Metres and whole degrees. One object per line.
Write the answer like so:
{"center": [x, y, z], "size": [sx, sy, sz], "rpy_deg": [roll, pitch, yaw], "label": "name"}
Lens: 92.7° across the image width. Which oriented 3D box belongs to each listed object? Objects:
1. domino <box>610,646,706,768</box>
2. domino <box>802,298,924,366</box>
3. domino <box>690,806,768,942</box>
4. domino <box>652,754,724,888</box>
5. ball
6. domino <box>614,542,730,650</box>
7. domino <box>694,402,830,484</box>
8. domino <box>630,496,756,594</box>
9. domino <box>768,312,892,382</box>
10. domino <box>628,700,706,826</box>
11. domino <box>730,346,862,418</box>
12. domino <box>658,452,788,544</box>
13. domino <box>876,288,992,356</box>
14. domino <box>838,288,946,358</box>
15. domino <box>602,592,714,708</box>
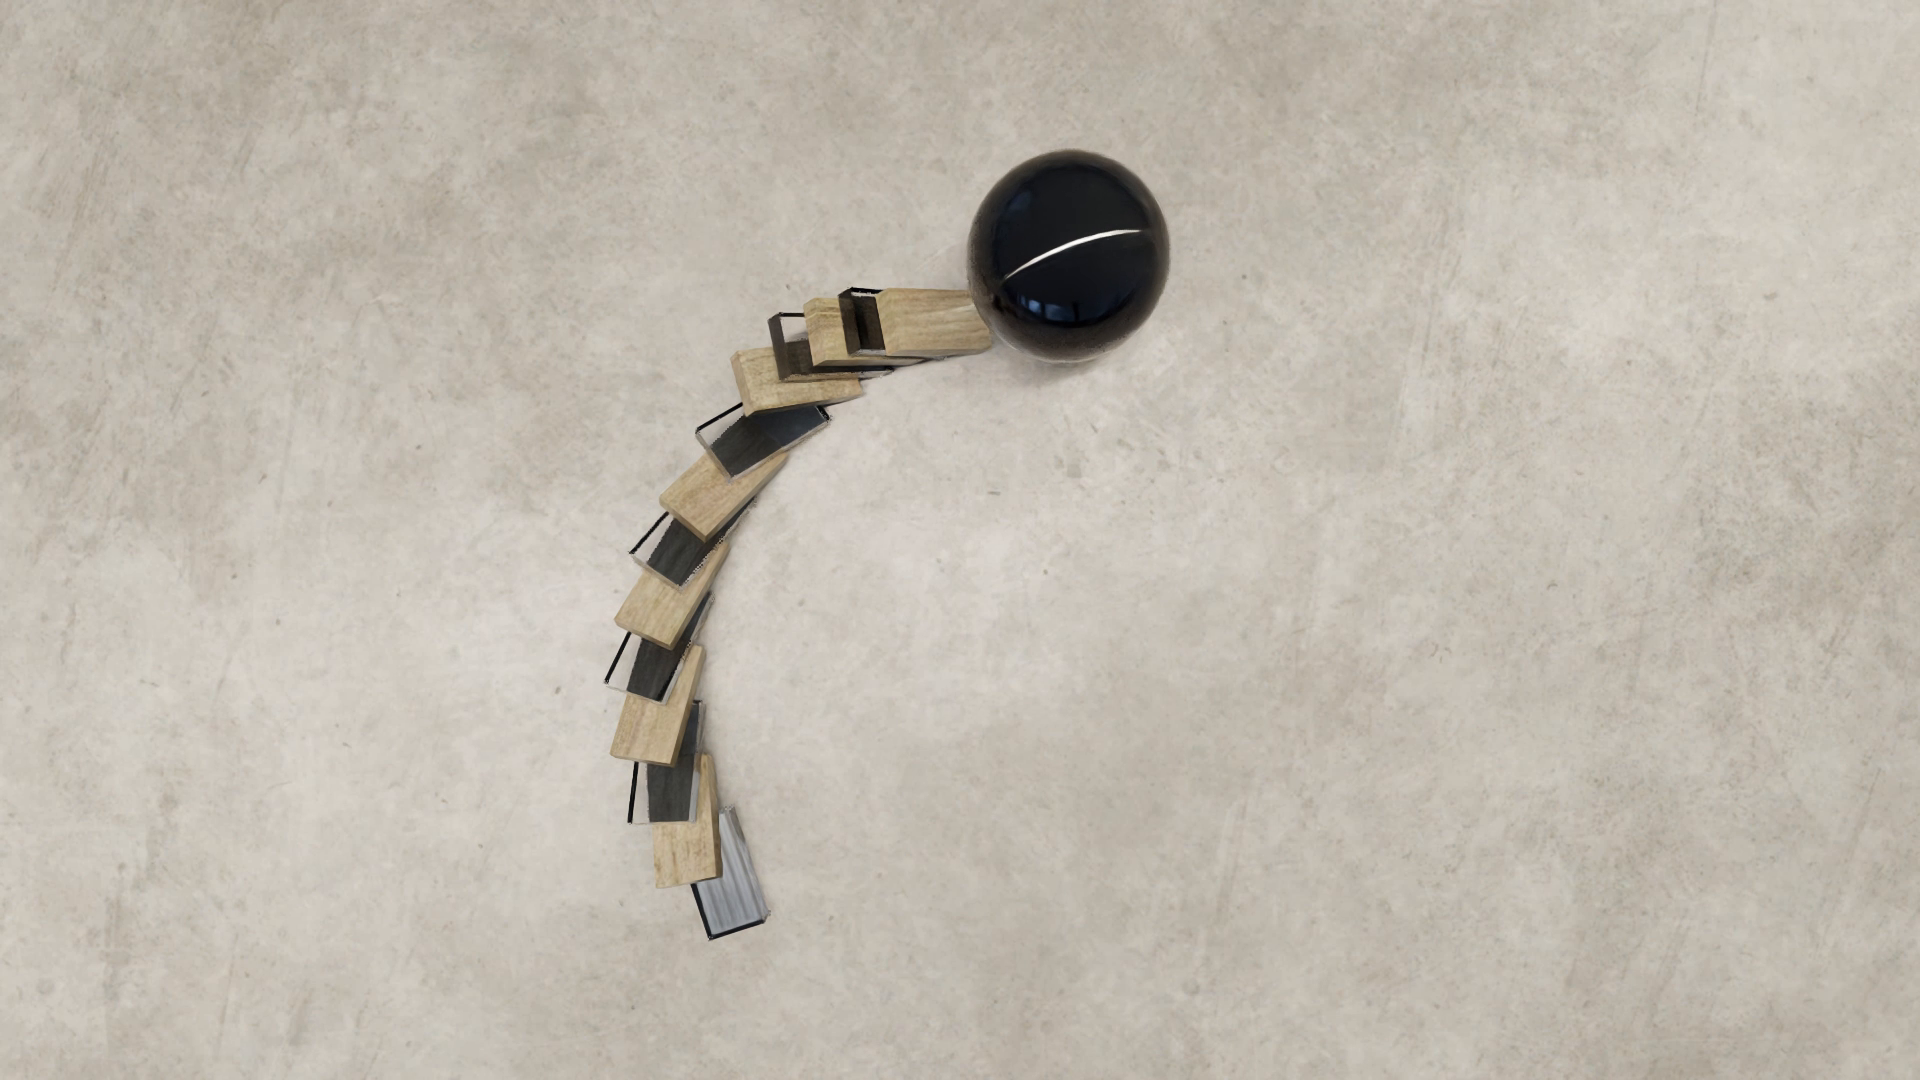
{"center": [-0.126, 0.068, 0.385], "size": [0.025, 0.009, 0.050], "rpy_deg": [9, 66, 0], "label": "domino"}
{"center": [-0.039, -0.086, 0.380], "size": [0.050, 0.010, 0.025], "rpy_deg": [-10, 89, -40], "label": "domino"}
{"center": [-0.103, 0.143, 0.395], "size": [0.025, 0.010, 0.050], "rpy_deg": [-18, 90, 0], "label": "domino"}
{"center": [-0.116, 0.118, 0.386], "size": [0.025, 0.009, 0.050], "rpy_deg": [-11, 67, 0], "label": "domino"}
{"center": [0.042, -0.110, 0.360], "size": [0.080, 0.080, 0.080], "rpy_deg": [0, 90, 0], "label": "ball"}
{"center": [-0.120, 0.018, 0.385], "size": [0.025, 0.009, 0.050], "rpy_deg": [25, 65, 0], "label": "domino"}
{"center": [-0.083, -0.048, 0.386], "size": [0.050, 0.009, 0.025], "rpy_deg": [-36, 90, -23], "label": "domino"}
{"center": [-0.112, -0.005, 0.385], "size": [0.025, 0.009, 0.050], "rpy_deg": [34, 66, 0], "label": "domino"}
{"center": [-0.053, -0.080, 0.380], "size": [0.050, 0.010, 0.025], "rpy_deg": [-12, 90, -40], "label": "domino"}
{"center": [-0.123, 0.093, 0.385], "size": [0.025, 0.009, 0.050], "rpy_deg": [-1, 66, 0], "label": "domino"}
{"center": [-0.068, -0.068, 0.382], "size": [0.050, 0.010, 0.025], "rpy_deg": [-16, 90, -34], "label": "domino"}
{"center": [-0.099, -0.025, 0.385], "size": [0.025, 0.009, 0.050], "rpy_deg": [40, 66, 1], "label": "domino"}
{"center": [-0.010, -0.090, 0.380], "size": [0.050, 0.010, 0.025], "rpy_deg": [-11, 90, -40], "label": "domino"}
{"center": [-0.025, -0.089, 0.380], "size": [0.050, 0.010, 0.025], "rpy_deg": [-8, 88, -40], "label": "domino"}
{"center": [-0.126, 0.042, 0.386], "size": [0.025, 0.009, 0.050], "rpy_deg": [19, 66, 0], "label": "domino"}
